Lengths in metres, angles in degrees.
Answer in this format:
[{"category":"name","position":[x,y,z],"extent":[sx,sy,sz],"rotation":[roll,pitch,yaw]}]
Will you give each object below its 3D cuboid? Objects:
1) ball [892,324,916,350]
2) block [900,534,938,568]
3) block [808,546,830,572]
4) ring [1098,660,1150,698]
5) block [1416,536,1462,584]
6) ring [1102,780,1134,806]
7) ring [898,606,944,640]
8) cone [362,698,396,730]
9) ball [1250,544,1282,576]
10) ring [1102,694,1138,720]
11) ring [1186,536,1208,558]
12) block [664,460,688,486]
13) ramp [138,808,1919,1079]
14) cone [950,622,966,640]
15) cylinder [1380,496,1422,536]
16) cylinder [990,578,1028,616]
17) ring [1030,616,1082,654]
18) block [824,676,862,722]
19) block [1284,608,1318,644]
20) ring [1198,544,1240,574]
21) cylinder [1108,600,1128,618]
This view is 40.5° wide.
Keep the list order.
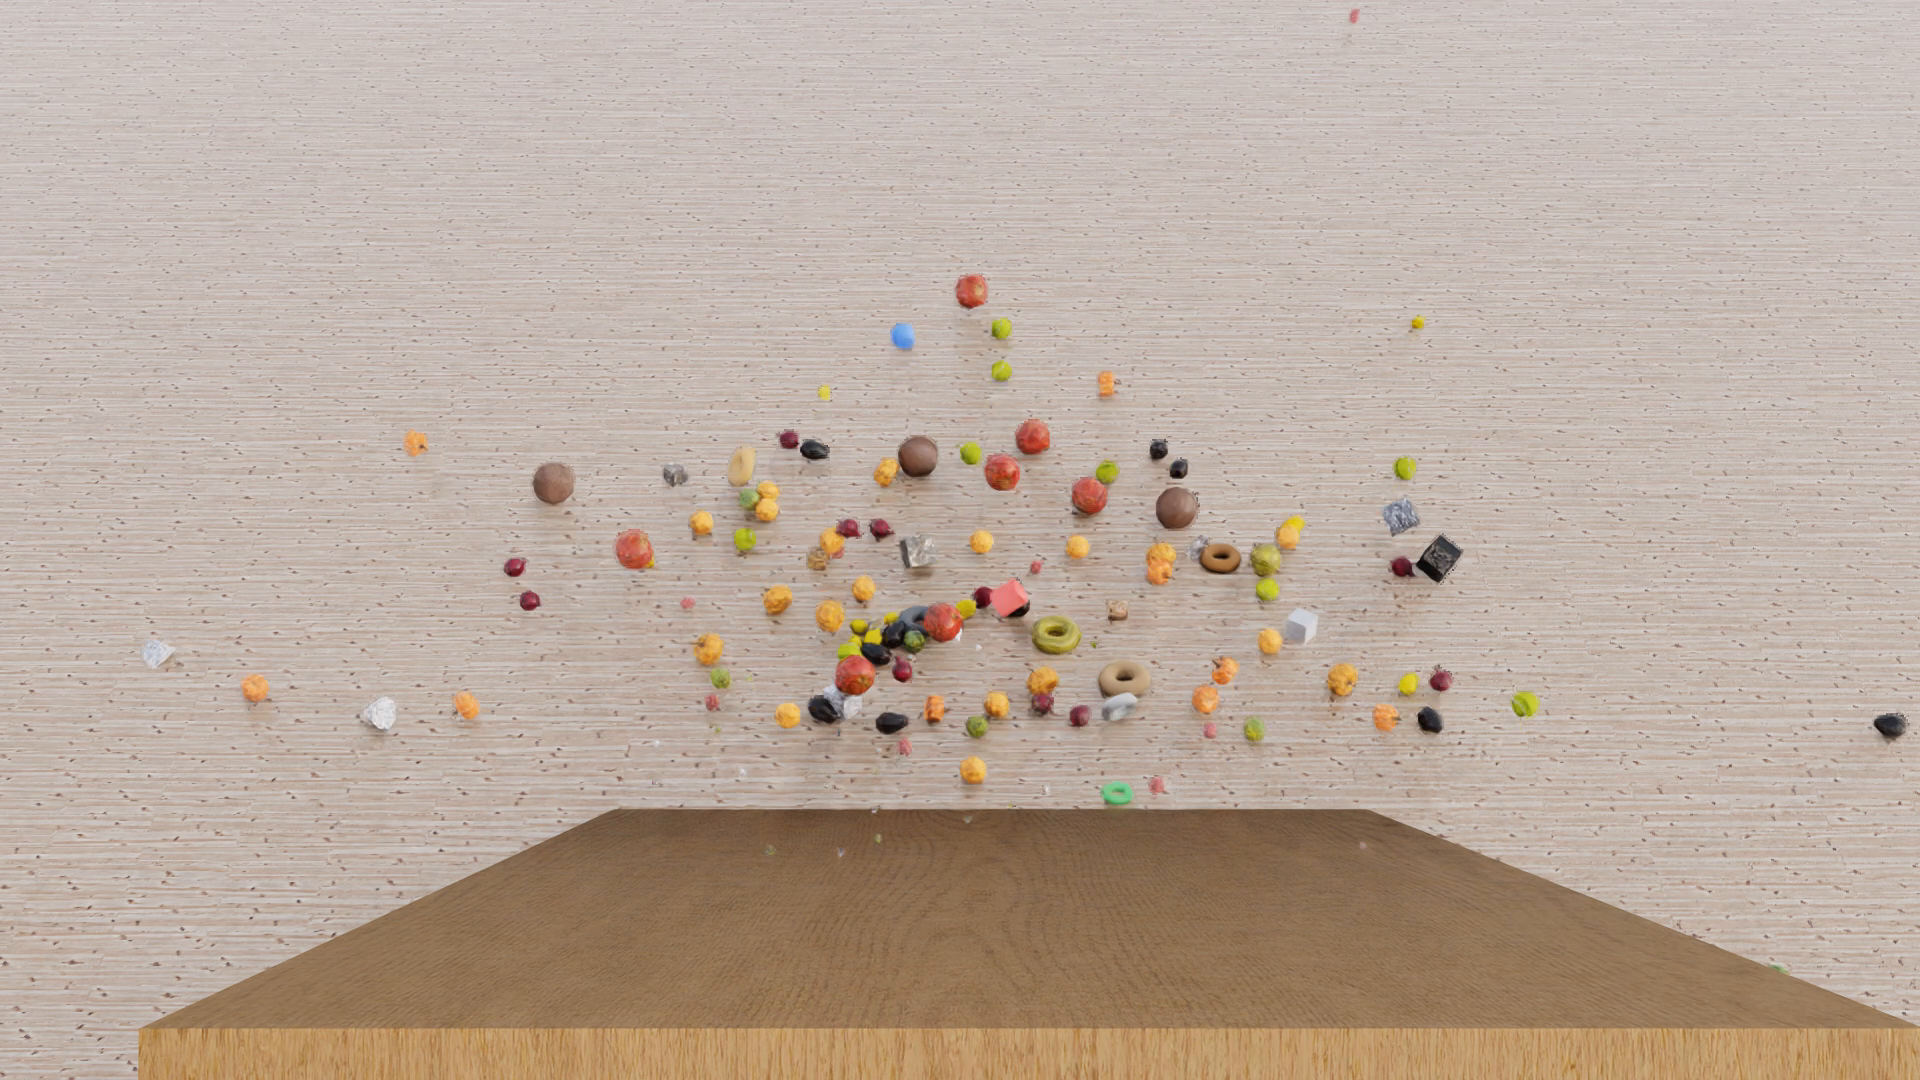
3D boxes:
[{"category":"ball","position":[-0.192,-0.693,8.863],"extent":[0.083,0.083,0.083],"rotation":[0,37,0]},{"category":"block","position":[-0.126,0.033,7.858],"extent":[0.084,0.084,0.084],"rotation":[-11,2,-15]},{"category":"block","position":[-0.429,0.056,7.882],"extent":[0.051,0.051,0.051],"rotation":[9,37,11]},{"category":"ring","position":[0.467,0.399,7.422],"extent":[0.149,0.050,0.149],"rotation":[-2,34,2]},{"category":"block","position":[1.437,0.058,7.803],"extent":[0.085,0.085,0.085],"rotation":[40,63,12]},{"category":"ring","position":[0.429,0.686,7.054],"extent":[0.083,0.028,0.083],"rotation":[0,38,0]},{"category":"ring","position":[-0.115,0.242,7.637],"extent":[0.137,0.046,0.137],"rotation":[-1,35,0]},{"category":"cone","position":[-1.644,0.483,7.282],"extent":[0.091,0.091,0.091],"rotation":[1,32,35]},{"category":"ball","position":[0.923,0.059,7.842],"extent":[0.094,0.094,0.094],"rotation":[0,37,0]},{"category":"ring","position":[0.447,0.468,7.287],"extent":[0.109,0.109,0.036],"rotation":[-15,59,-19]},{"category":"ring","position":[0.722,0.023,7.906],"extent":[0.028,0.083,0.083],"rotation":[43,49,9]},{"category":"block","position":[-0.901,-0.212,8.240],"extent":[0.054,0.054,0.054],"rotation":[-28,45,-33]},{"category":"ramp","position":[0.080,0.681,4.908],"extent":[2.000,0.100,4.000],"rotation":[0,-2,0]},{"category":"cone","position":[-0.007,0.273,7.615],"extent":[0.050,0.050,0.050],"rotation":[1,73,2]},{"category":"cylinder","position":[1.342,-0.072,7.916],"extent":[0.092,0.092,0.092],"rotation":[-26,35,14]},{"category":"cylinder","position":[0.144,0.169,7.600],"extent":[0.082,0.082,0.082],"rotation":[-34,34,15]},{"category":"ring","position":[0.281,0.276,7.589],"extent":[0.148,0.049,0.148],"rotation":[0,38,0]},{"category":"block","position":[-0.330,0.449,7.332],"extent":[0.077,0.077,0.077],"rotation":[26,44,31]},{"category":"block","position":[0.998,0.252,7.606],"extent":[0.066,0.066,0.066],"rotation":[23,42,27]},{"category":"ring","position":[0.788,0.056,7.890],"extent":[0.128,0.043,0.128],"rotation":[0,35,0]},{"category":"cylinder","position":[0.465,0.204,7.679],"extent":[0.055,0.055,0.055],"rotation":[1,37,1]}]
